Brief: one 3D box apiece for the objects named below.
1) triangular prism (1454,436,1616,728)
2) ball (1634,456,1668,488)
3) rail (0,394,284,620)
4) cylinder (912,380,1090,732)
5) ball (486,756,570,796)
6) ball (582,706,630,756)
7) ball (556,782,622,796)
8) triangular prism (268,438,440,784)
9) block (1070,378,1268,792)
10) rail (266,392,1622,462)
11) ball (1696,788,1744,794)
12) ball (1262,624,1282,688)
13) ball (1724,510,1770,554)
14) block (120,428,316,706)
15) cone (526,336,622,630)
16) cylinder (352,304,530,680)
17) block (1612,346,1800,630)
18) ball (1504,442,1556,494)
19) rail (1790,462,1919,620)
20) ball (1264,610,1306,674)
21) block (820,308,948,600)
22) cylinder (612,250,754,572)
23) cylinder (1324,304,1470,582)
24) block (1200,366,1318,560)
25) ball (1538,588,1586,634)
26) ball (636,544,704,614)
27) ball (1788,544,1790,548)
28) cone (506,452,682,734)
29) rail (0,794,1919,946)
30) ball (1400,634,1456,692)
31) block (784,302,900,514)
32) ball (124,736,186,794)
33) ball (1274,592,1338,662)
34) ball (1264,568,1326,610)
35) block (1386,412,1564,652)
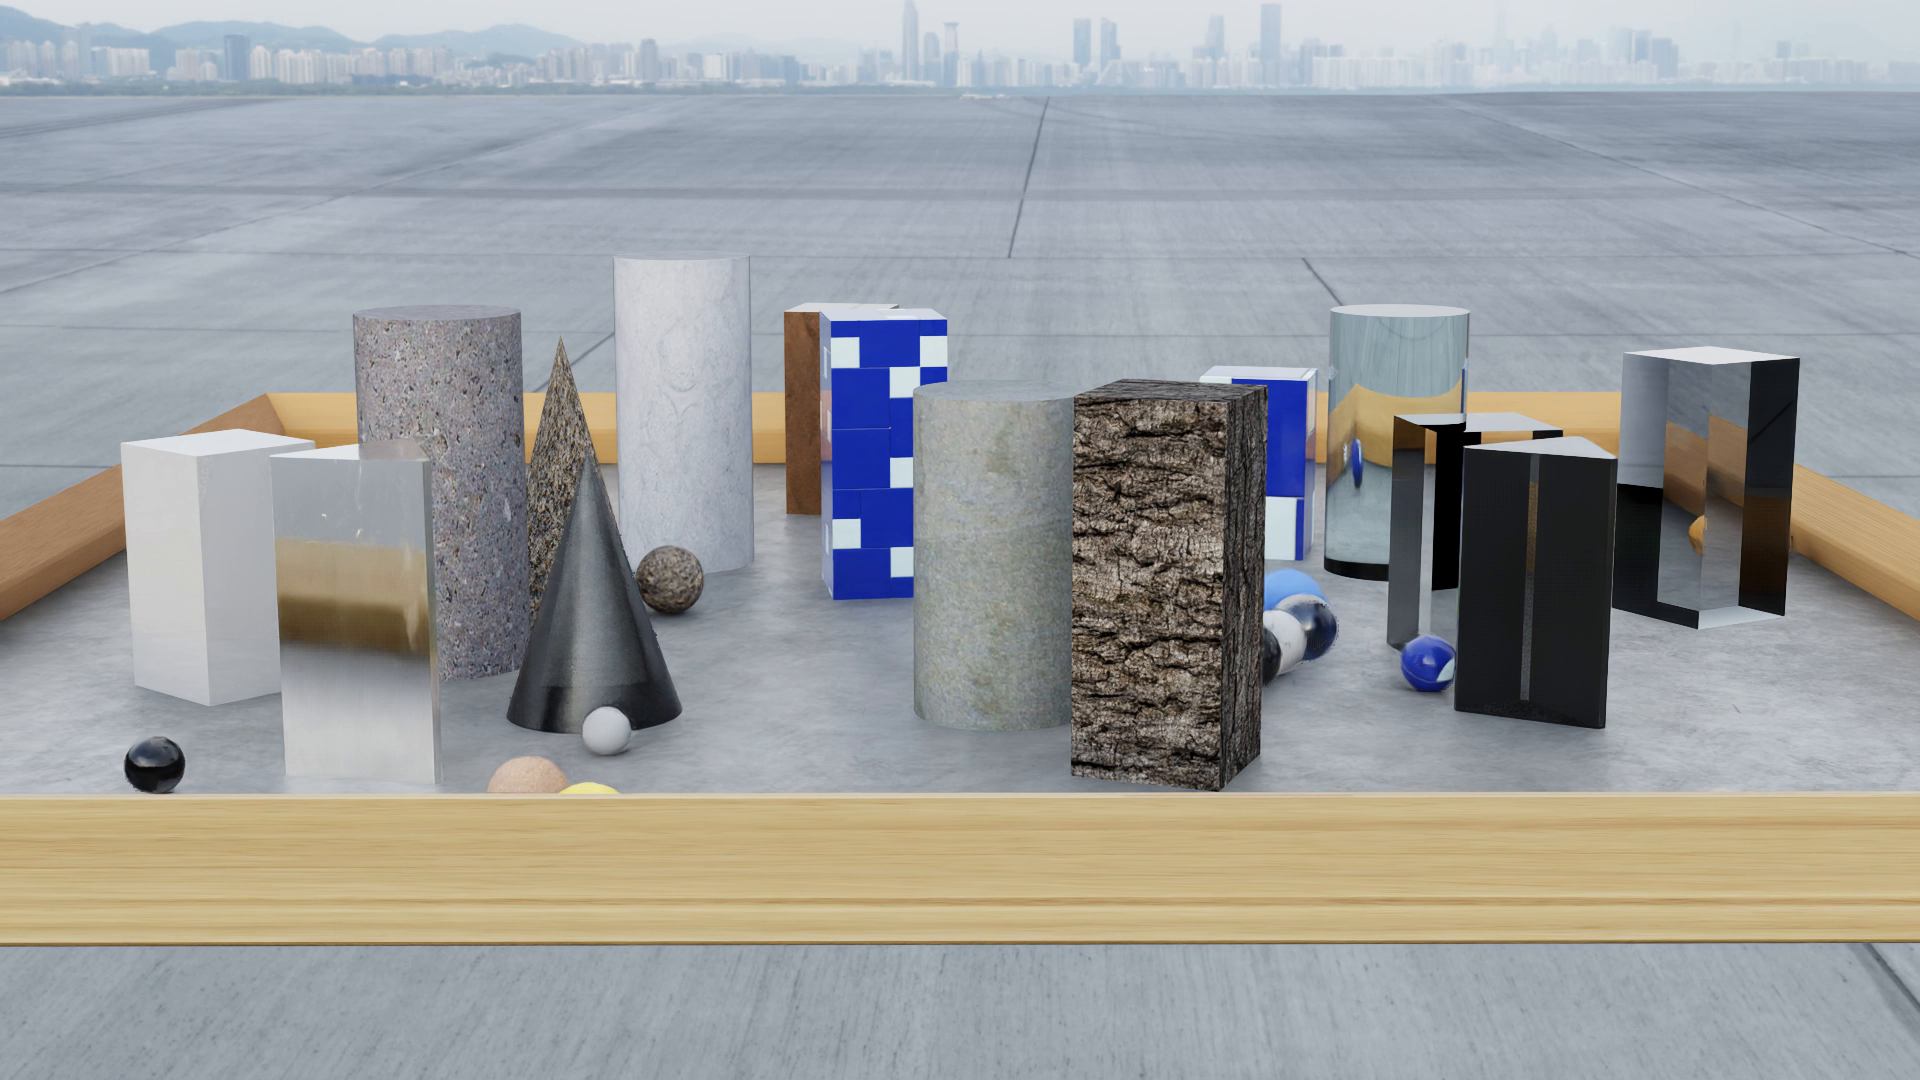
[{"bbox_3d":[0.678,0.041,2.932,0.172,0.304,0.149,6,12,30],"label":"triangular prism"},{"bbox_3d":[1.205,-0.117,4.471,0.056,0.056,0.056,0,10,0],"label":"ball"},{"bbox_3d":[-1.252,0.035,3.442,0.045,0.129,2.661,0,10,0],"label":"rail"},{"bbox_3d":[0.047,0.013,2.907,0.199,0.368,0.199,0,10,0],"label":"cylinder"},{"bbox_3d":[-0.411,0.245,2.444,0.080,0.080,0.080,0,10,0],"label":"ball"},{"bbox_3d":[-0.378,0.204,2.744,0.052,0.052,0.052,0,10,0],"label":"ball"},{"bbox_3d":[-0.336,0.264,2.317,0.089,0.089,0.089,0,10,0],"label":"ball"},{"bbox_3d":[-0.604,0.069,2.696,0.172,0.335,0.149,2,11,12],"label":"triangular prism"},{"bbox_3d":[0.219,0.042,2.672,0.159,0.397,0.159,4,11,21],"label":"block"},{"bbox_3d":[-0.008,-0.204,4.733,2.552,0.129,0.045,0,10,0],"label":"rail"},{"bbox_3d":[0.682,0.267,2.300,0.090,0.090,0.090,0,10,0],"label":"ball"},{"bbox_3d":[0.335,0.136,3.018,0.086,0.086,0.086,0,10,0],"label":"ball"},{"bbox_3d":[1.189,-0.013,3.876,0.067,0.067,0.067,0,10,0],"label":"ball"},{"bbox_3d":[-0.871,0.028,3.037,0.159,0.291,0.159,9,14,41],"label":"block"},{"bbox_3d":[-0.525,-0.084,3.405,0.199,0.379,0.199,0,10,0],"label":"cone"},{"bbox_3d":[-0.631,-0.062,3.136,0.199,0.433,0.199,0,10,0],"label":"cylinder"},{"bbox_3d":[0.995,-0.074,3.432,0.159,0.348,0.159,-6,12,-29],"label":"block"},{"bbox_3d":[0.984,-0.124,4.424,0.087,0.087,0.087,0,10,0],"label":"ball"},{"bbox_3d":[1.252,0.032,3.456,0.045,0.129,2.661,0,10,0],"label":"rail"},{"bbox_3d":[0.379,0.124,3.103,0.079,0.079,0.079,0,10,0],"label":"ball"},{"bbox_3d":[-0.108,-0.123,3.596,0.159,0.386,0.159,-2,11,-8],"label":"block"},{"bbox_3d":[-0.406,-0.192,3.782,0.199,0.453,0.199,0,10,0],"label":"cylinder"},{"bbox_3d":[0.634,-0.144,3.729,0.199,0.379,0.199,0,10,0],"label":"cylinder"},{"bbox_3d":[0.452,-0.119,3.894,0.159,0.270,0.159,2,11,13],"label":"block"},{"bbox_3d":[0.779,0.092,3.325,0.060,0.060,0.060,0,10,0],"label":"ball"},{"bbox_3d":[-0.390,0.053,3.452,0.092,0.092,0.092,0,10,0],"label":"ball"},{"bbox_3d":[1.205,0.002,3.817,0.058,0.058,0.058,0,10,0],"label":"ball"},{"bbox_3d":[-0.417,0.048,2.901,0.199,0.302,0.199,0,10,0],"label":"cone"},{"bbox_3d":[0.008,0.271,2.164,2.552,0.129,0.045,0,10,0],"label":"rail"},{"bbox_3d":[0.552,0.145,3.022,0.067,0.067,0.067,0,10,0],"label":"ball"},{"bbox_3d":[-0.194,-0.219,4.256,0.159,0.333,0.159,2,11,10],"label":"block"},{"bbox_3d":[-0.815,0.228,2.595,0.059,0.059,0.059,0,10,0],"label":"ball"},{"bbox_3d":[0.424,0.108,3.174,0.085,0.085,0.085,0,10,0],"label":"ball"},{"bbox_3d":[0.418,0.085,3.266,0.097,0.097,0.097,0,10,0],"label":"ball"},{"bbox_3d":[0.636,-0.001,3.186,0.159,0.294,0.159,-2,11,-9],"label":"block"}]
